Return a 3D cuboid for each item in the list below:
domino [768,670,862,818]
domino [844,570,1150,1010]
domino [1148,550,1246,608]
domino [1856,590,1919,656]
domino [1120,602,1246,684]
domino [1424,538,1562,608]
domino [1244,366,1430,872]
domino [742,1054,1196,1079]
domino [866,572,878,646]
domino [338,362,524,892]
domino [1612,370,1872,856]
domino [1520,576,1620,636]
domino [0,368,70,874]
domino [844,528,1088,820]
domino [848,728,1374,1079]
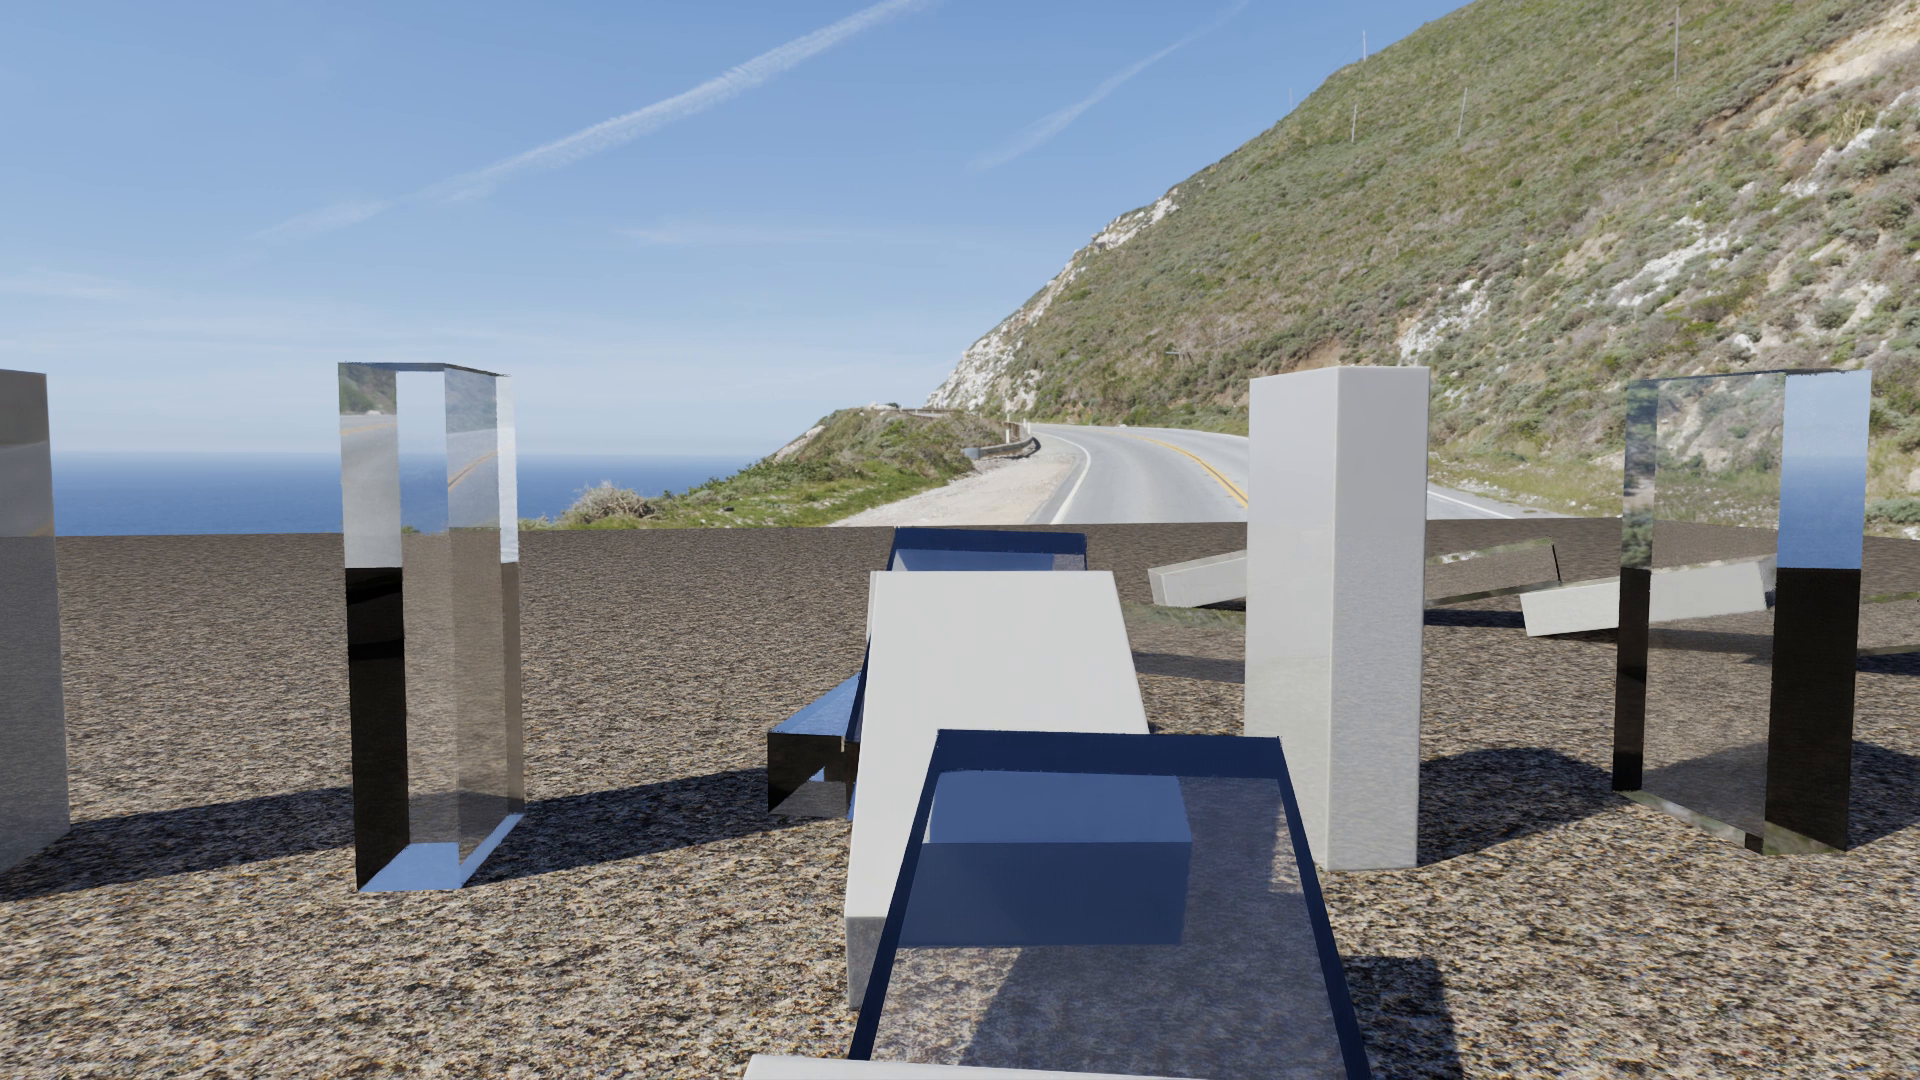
[{"bbox_3d":[-0.005,0.025,0.170,0.025,0.010,0.050,1,4,11],"label":"domino"},{"bbox_3d":[0.004,0.019,0.117,0.025,0.010,0.050,0,28,-1],"label":"domino"},{"bbox_3d":[0.075,0.008,0.327,0.050,0.010,0.025,-11,1,1],"label":"domino"},{"bbox_3d":[0.182,0.015,0.240,0.025,0.010,0.050,-4,-6,-43],"label":"domino"},{"bbox_3d":[0.038,0.019,0.250,0.050,0.010,0.025,3,5,33],"label":"domino"},{"bbox_3d":[0.116,0.009,0.308,0.050,0.009,0.025,-12,-1,23],"label":"domino"},{"bbox_3d":[0.040,0.007,0.139,0.009,0.050,0.025,0,4,-6],"label":"domino"},{"bbox_3d":[0.002,0.031,0.025,0.025,0.009,0.050,0,16,6],"label":"domino"},{"bbox_3d":[-0.001,0.015,0.200,0.025,0.009,0.050,4,-12,-2],"label":"domino"},{"bbox_3d":[-0.054,0.008,0.133,0.009,0.050,0.025,0,4,-5],"label":"domino"},{"bbox_3d":[0.086,0.007,0.144,0.009,0.050,0.025,-1,4,-7],"label":"domino"},{"bbox_3d":[0.151,0.012,0.277,0.050,0.009,0.025,-12,-4,40],"label":"domino"},{"bbox_3d":[-0.100,0.008,0.126,0.009,0.050,0.025,-1,4,-11],"label":"domino"},{"bbox_3d":[0.003,0.014,0.150,0.025,0.010,0.050,2,25,3],"label":"domino"},{"bbox_3d":[0.008,0.027,0.073,0.025,0.010,0.050,0,18,6],"label":"domino"}]
